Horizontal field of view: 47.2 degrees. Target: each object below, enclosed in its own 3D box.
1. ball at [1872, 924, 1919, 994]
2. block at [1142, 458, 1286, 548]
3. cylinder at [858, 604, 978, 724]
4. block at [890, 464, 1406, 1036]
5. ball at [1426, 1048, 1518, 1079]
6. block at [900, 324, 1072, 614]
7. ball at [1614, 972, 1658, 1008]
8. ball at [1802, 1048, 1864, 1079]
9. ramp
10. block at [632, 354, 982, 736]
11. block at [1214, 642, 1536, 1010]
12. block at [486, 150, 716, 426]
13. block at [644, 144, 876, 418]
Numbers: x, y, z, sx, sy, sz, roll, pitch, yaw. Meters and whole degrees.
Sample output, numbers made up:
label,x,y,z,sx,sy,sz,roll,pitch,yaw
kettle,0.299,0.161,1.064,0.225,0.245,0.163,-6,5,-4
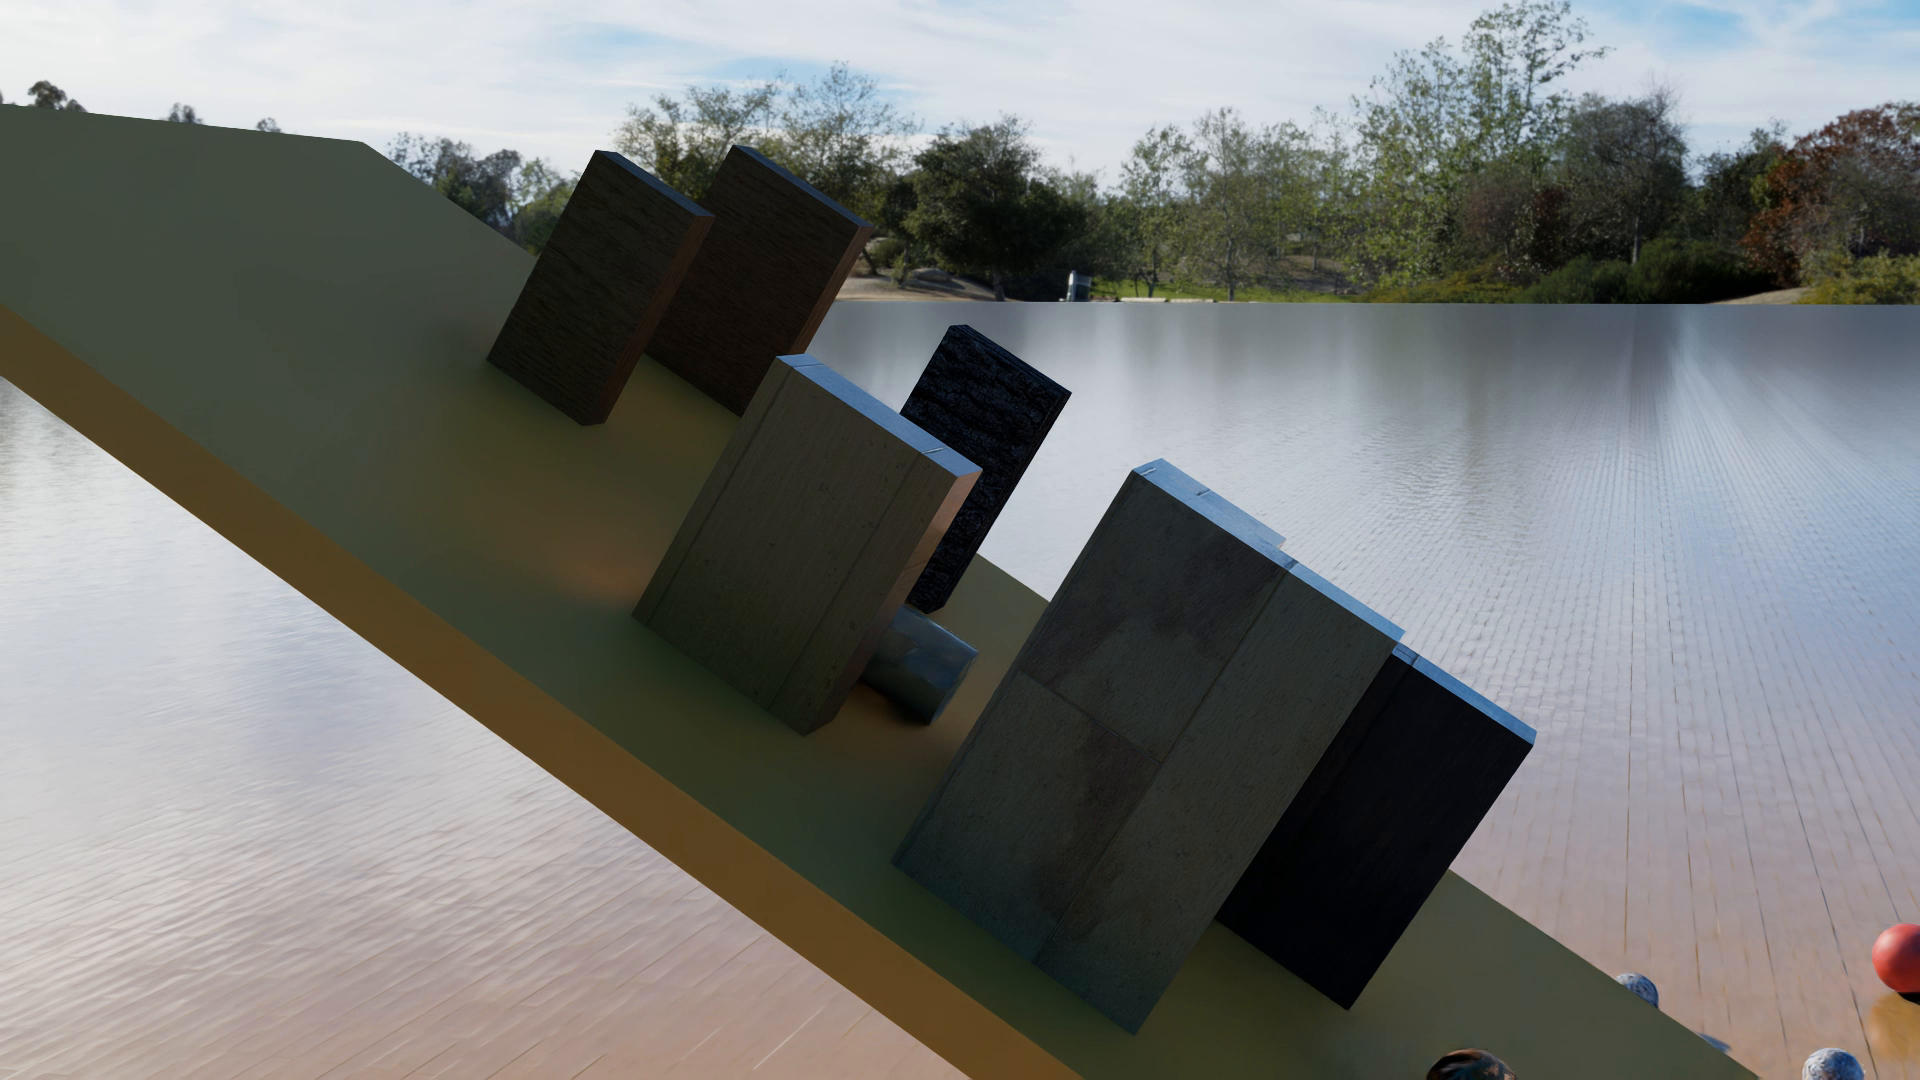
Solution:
label,x,y,z,sx,sy,sz,roll,pitch,yaw
ball,2.448,1.079,5.664,0.181,0.181,0.181,0,7,0
block,0.248,0.210,3.614,0.245,0.652,0.145,34,15,11
cylinder,-0.076,0.221,3.916,0.158,0.158,0.158,33,12,7
block,0.265,0.307,3.222,0.443,0.705,0.103,34,15,11
ball,0.812,0.886,3.486,0.156,0.156,0.156,0,7,0
block,-0.027,-0.144,4.480,0.262,0.526,0.114,34,15,11
ball,1.667,1.134,5.448,0.123,0.123,0.123,0,7,0
ball,1.946,1.197,4.901,0.129,0.129,0.129,0,7,0
ramp,-0.160,0.265,4.116,4.000,0.100,2.000,34,15,11
block,-0.253,0.005,3.595,0.354,0.503,0.141,34,15,11
block,0.685,0.473,3.781,0.338,0.564,0.122,34,15,11
block,-0.716,-0.500,4.377,0.248,0.483,0.097,34,15,11
block,-0.482,-0.586,5.044,0.355,0.521,0.106,34,15,11
